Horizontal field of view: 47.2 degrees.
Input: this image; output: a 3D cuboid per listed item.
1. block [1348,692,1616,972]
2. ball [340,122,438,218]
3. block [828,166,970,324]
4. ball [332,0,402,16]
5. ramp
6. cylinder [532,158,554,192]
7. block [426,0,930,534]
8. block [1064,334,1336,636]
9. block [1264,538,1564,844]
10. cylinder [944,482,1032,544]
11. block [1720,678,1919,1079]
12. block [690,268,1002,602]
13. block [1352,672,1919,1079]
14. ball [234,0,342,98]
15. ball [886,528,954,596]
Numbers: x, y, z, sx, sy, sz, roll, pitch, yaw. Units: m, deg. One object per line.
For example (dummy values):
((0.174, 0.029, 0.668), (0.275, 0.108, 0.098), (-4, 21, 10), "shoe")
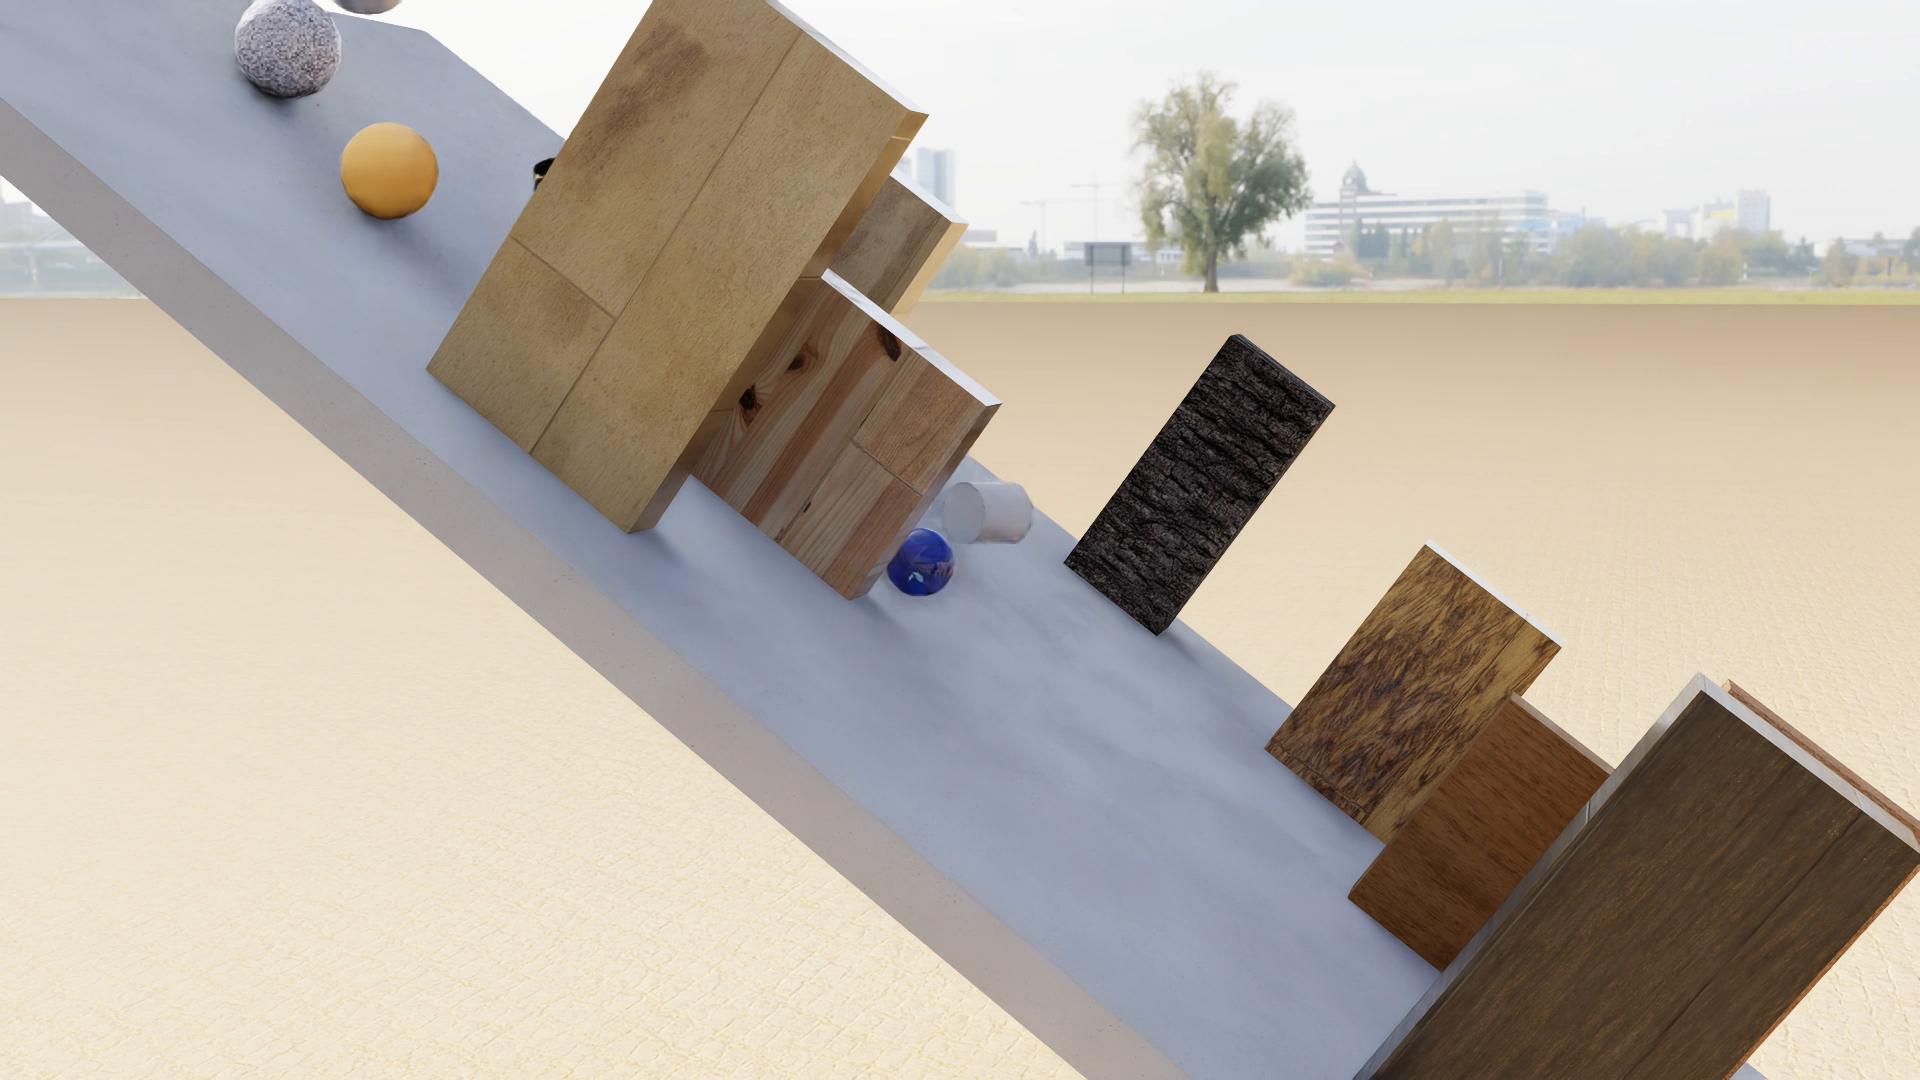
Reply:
((1.018, 0.594, 3.950), (0.432, 0.475, 0.080), (38, 16, 10), "block")
((-1.017, -0.659, 3.920), (0.170, 0.170, 0.170), (0, 7, 0), "ball")
((-0.298, -0.570, 4.545), (0.414, 0.503, 0.123), (38, 16, 10), "block")
((-1.142, -1.104, 4.220), (0.190, 0.190, 0.190), (0, 7, 0), "ball")
((-0.072, 0.138, 4.073), (4.000, 0.100, 2.000), (38, 16, 10), "ramp")
((-0.735, -0.632, 4.277), (0.184, 0.184, 0.184), (3, 25, -1), "cylinder")
((-0.443, -0.451, 3.368), (0.425, 0.784, 0.097), (38, 16, 10), "block")
((0.512, -0.118, 4.718), (0.257, 0.611, 0.121), (38, 16, 10), "block")
((0.911, 0.313, 4.437), (0.331, 0.535, 0.089), (38, 16, 10), "block")
((0.054, -0.053, 4.285), (0.122, 0.122, 0.122), (-1, 6, -40), "cylinder")
((1.144, 0.643, 3.527), (0.387, 0.766, 0.093), (38, 16, 10), "block")
((-0.232, -0.201, 3.769), (0.448, 0.415, 0.097), (38, 16, 10), "block")
((0.929, 0.614, 3.098), (0.354, 0.800, 0.146), (38, 16, 10), "block")
((-1.267, -0.932, 4.150), (0.195, 0.195, 0.195), (0, 7, 0), "ball")
((-0.072, 0.040, 3.942), (0.124, 0.124, 0.124), (0, 7, 0), "ball")
